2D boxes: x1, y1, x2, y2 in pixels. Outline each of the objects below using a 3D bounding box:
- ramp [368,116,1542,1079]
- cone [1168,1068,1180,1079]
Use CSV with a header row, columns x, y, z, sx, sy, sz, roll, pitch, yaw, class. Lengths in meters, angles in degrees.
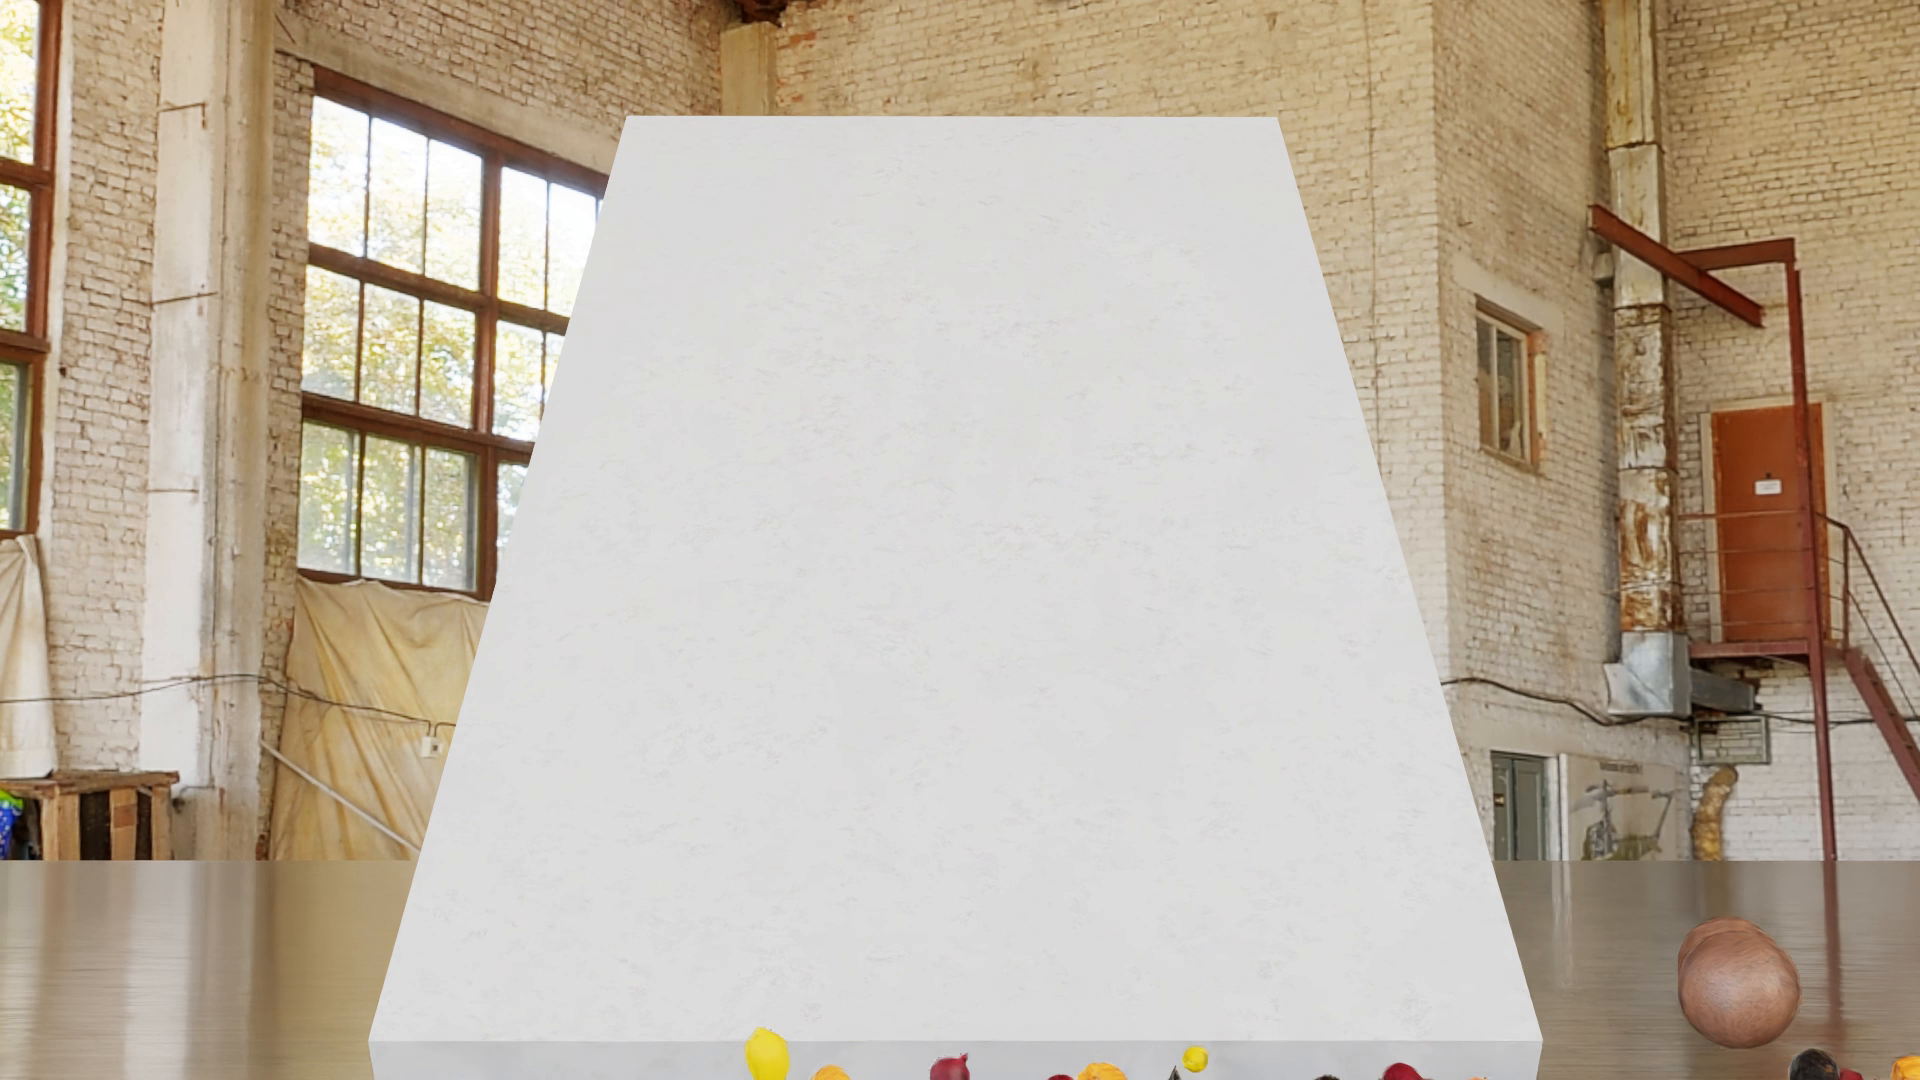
x,y,z,sx,sy,sz,roll,pitch,yaw,class
-0.015,-0.183,5.889,2.000,0.100,4.000,0,33,0,ramp
0.344,0.871,3.935,0.053,0.053,0.053,0,-7,0,cone
